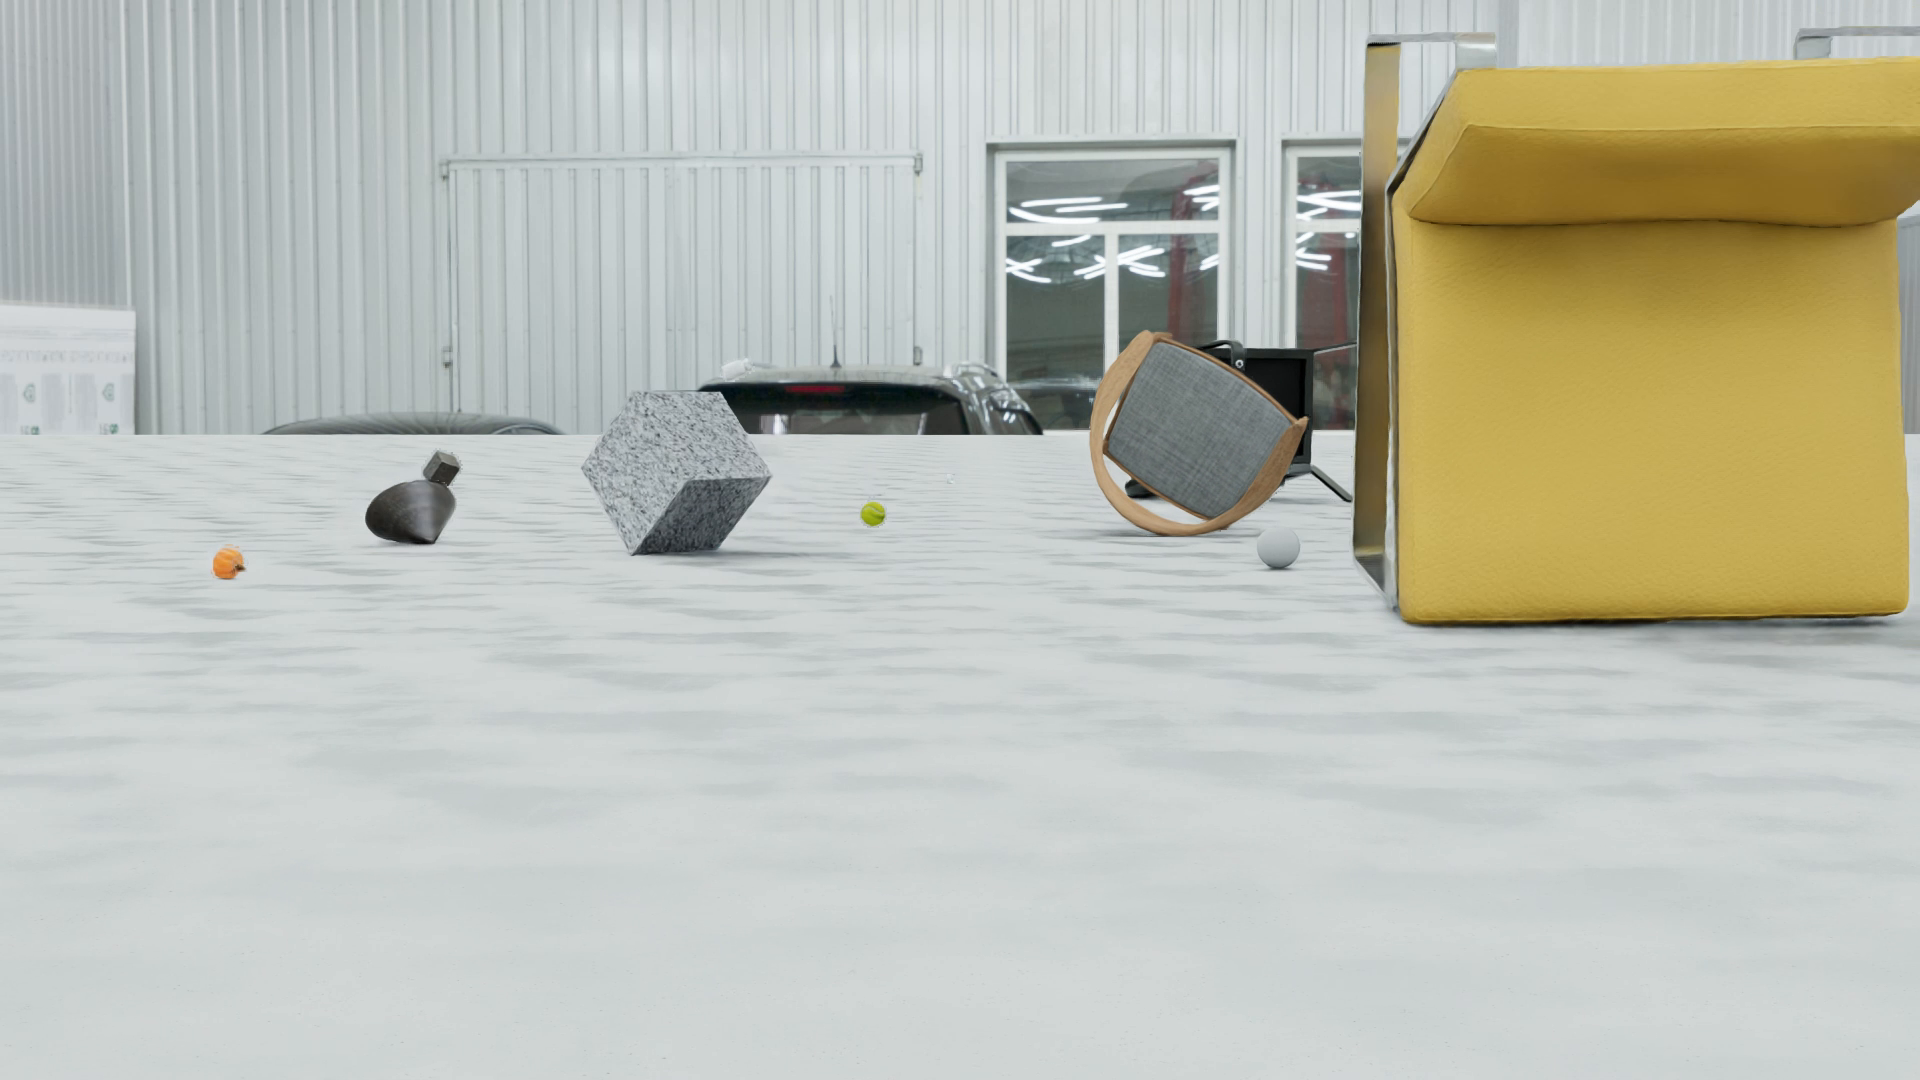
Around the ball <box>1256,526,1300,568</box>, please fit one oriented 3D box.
[{"bbox_3d":[0.797,0.017,5.505,0.109,0.109,0.109,0,4,0],"label":"ball"}]

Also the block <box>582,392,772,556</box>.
[{"bbox_3d":[-0.777,-0.186,6.030,0.310,0.314,0.311,-4,-37,-48],"label":"block"}]

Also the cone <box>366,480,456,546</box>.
[{"bbox_3d":[-1.559,-0.034,6.369,0.291,0.226,0.156,7,34,-48],"label":"cone"}]

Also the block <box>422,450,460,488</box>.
[{"bbox_3d":[-1.583,-0.213,6.711,0.067,0.087,0.060,22,24,-42],"label":"block"}]
